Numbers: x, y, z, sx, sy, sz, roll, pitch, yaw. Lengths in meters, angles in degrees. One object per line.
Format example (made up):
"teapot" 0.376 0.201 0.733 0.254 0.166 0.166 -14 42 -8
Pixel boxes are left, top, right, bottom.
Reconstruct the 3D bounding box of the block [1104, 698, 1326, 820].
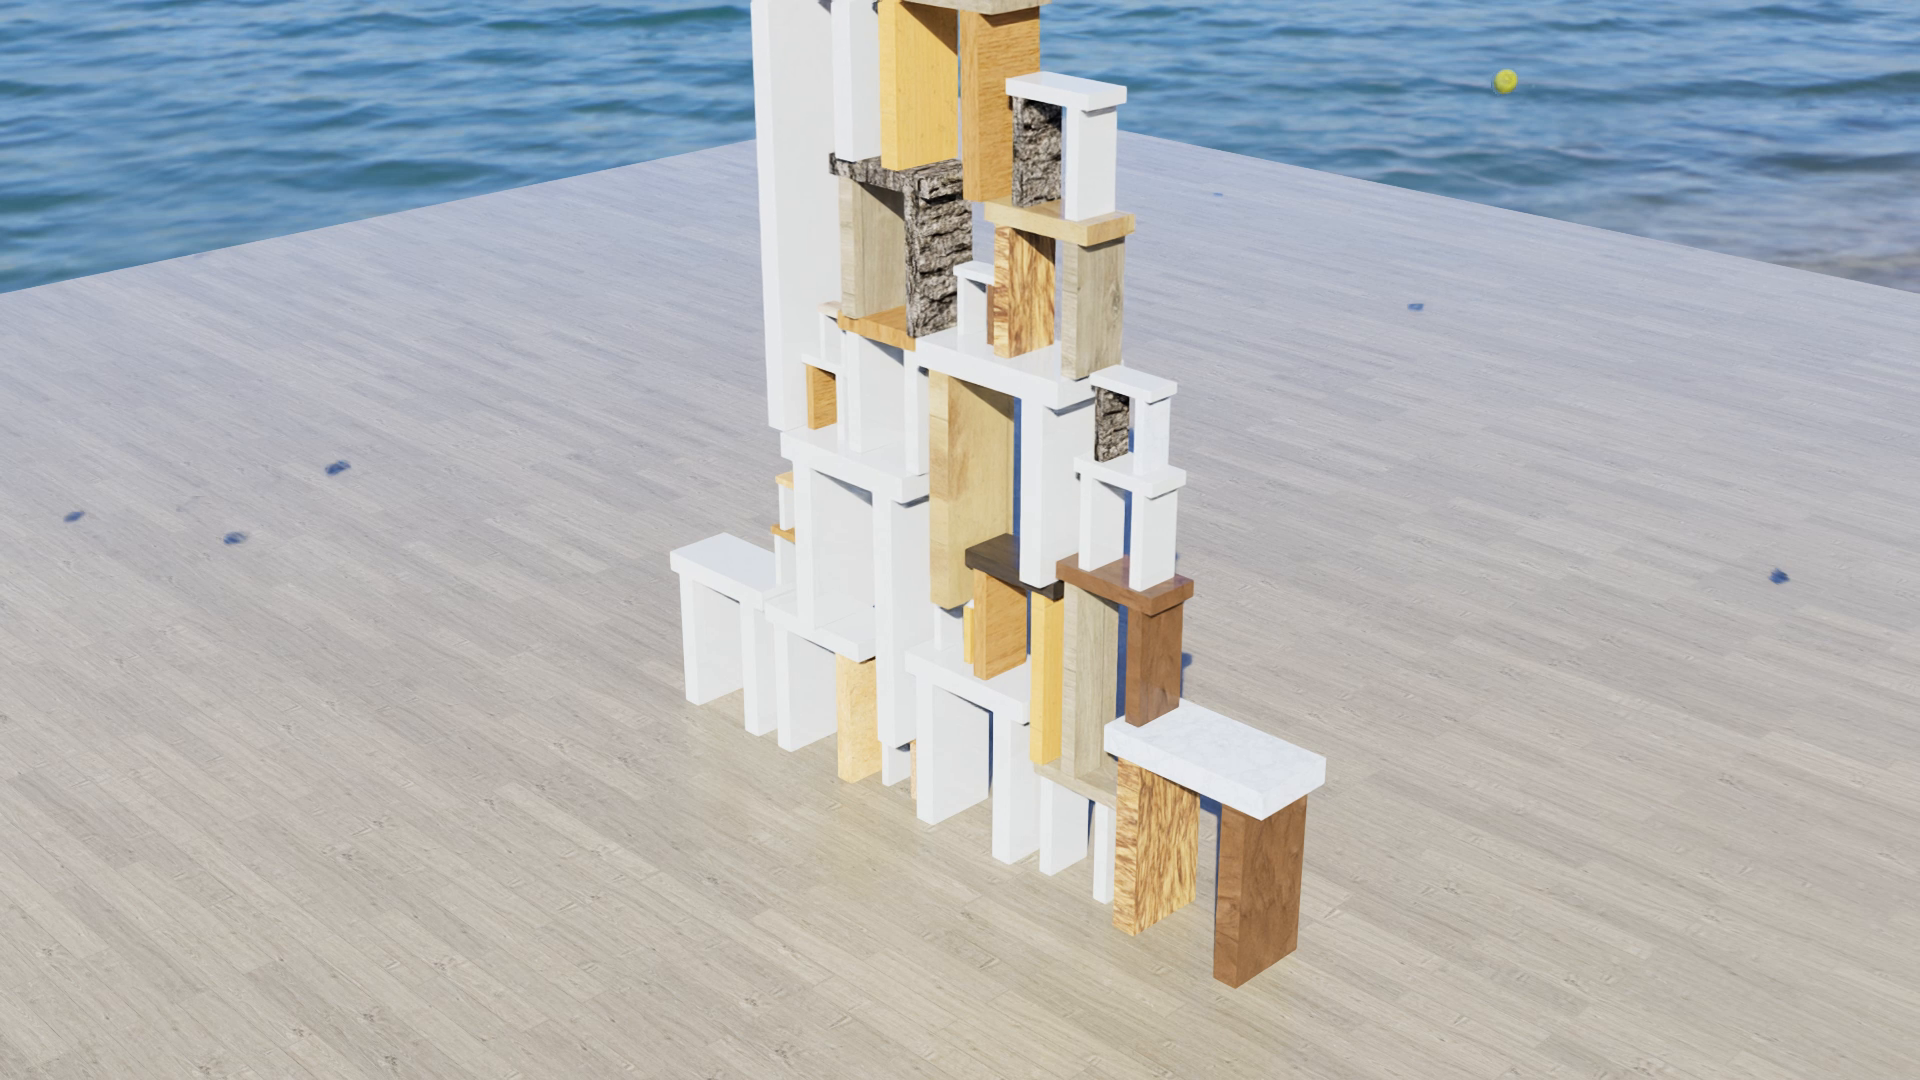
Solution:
"block" 0.448 0.379 3.891 0.356 0.050 0.178 21 31 41

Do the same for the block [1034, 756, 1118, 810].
"block" 0.250 0.442 4.145 0.209 0.030 0.104 21 31 41

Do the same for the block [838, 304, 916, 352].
"block" -0.105 -0.405 4.167 0.121 0.034 0.243 -21 31 -40

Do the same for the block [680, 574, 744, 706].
"block" -0.542 0.200 4.896 0.044 0.308 0.154 21 31 41

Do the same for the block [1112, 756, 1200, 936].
"block" 0.364 0.533 4.048 0.050 0.356 0.178 21 31 41

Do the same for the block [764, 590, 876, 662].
"block" -0.256 0.169 4.570 0.289 0.041 0.144 21 31 41

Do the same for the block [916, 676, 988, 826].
"block" -0.014 0.398 4.415 0.045 0.319 0.159 21 31 41

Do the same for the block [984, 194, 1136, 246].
"block" 0.171 -0.558 3.797 0.121 0.034 0.242 -21 31 -40

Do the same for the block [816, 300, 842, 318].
"block" -0.232 -0.445 4.277 0.046 0.013 0.093 -21 31 -40

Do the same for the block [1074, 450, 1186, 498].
"block" 0.296 -0.121 3.842 0.090 0.026 0.181 -21 31 -40

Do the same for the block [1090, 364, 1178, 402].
"block" 0.298 -0.269 3.782 0.069 0.020 0.138 -21 31 -40

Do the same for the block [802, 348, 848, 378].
"block" -0.243 -0.353 4.338 0.068 0.019 0.136 -21 31 -40

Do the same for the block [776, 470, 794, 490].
"block" -0.328 -0.118 4.532 0.050 0.014 0.101 -21 31 -41

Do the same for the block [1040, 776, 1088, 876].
"block" 0.201 0.533 4.237 0.104 0.209 0.030 -21 31 -41

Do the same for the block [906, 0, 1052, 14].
"block" -0.003 -0.960 3.814 0.303 0.043 0.152 21 31 40

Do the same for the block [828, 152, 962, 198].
"block" -0.102 -0.680 4.034 0.134 0.038 0.268 -21 31 -40

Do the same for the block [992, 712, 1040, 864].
"block" 0.136 0.457 4.277 0.045 0.319 0.159 21 31 41

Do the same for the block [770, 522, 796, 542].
"block" -0.336 -0.015 4.585 0.113 0.016 0.057 21 31 41

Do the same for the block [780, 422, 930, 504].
"block" -0.170 -0.166 4.334 0.178 0.050 0.356 -21 31 -40

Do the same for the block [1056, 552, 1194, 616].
"block" 0.293 0.070 3.930 0.114 0.032 0.228 -21 31 -40

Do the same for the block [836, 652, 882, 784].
"block" -0.188 0.348 4.572 0.041 0.289 0.144 21 31 41

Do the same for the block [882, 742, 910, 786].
"block" -0.132 0.441 4.559 0.064 0.128 0.018 -21 31 -40

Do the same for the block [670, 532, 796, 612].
"block" -0.470 0.066 4.761 0.308 0.044 0.154 21 31 41

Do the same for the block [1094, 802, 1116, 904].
"block" 0.300 0.571 4.147 0.104 0.209 0.030 -21 31 -41

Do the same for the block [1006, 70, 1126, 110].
"block" 0.178 -0.757 3.704 0.095 0.027 0.189 -21 31 -40

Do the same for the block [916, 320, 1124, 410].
"block" 0.105 -0.321 3.965 0.350 0.050 0.175 21 31 40

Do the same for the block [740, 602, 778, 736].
"block" -0.397 0.256 4.762 0.044 0.308 0.154 21 31 41

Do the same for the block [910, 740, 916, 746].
"block" -0.102 0.385 4.503 0.064 0.018 0.128 -21 31 -40

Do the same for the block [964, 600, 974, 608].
"block" 0.005 0.099 4.261 0.061 0.017 0.122 -21 31 -40

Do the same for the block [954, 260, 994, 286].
"block" 0.048 -0.482 3.972 0.112 0.016 0.056 20 30 39

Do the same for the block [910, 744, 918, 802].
"block" -0.071 0.464 4.503 0.064 0.128 0.018 -21 31 -41

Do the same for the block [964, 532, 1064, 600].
"block" 0.129 0.047 4.098 0.226 0.032 0.113 21 31 40

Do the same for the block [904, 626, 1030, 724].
"block" 0.061 0.260 4.275 0.319 0.045 0.159 21 31 41

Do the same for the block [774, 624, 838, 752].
"block" -0.324 0.294 4.697 0.041 0.289 0.144 21 31 41
